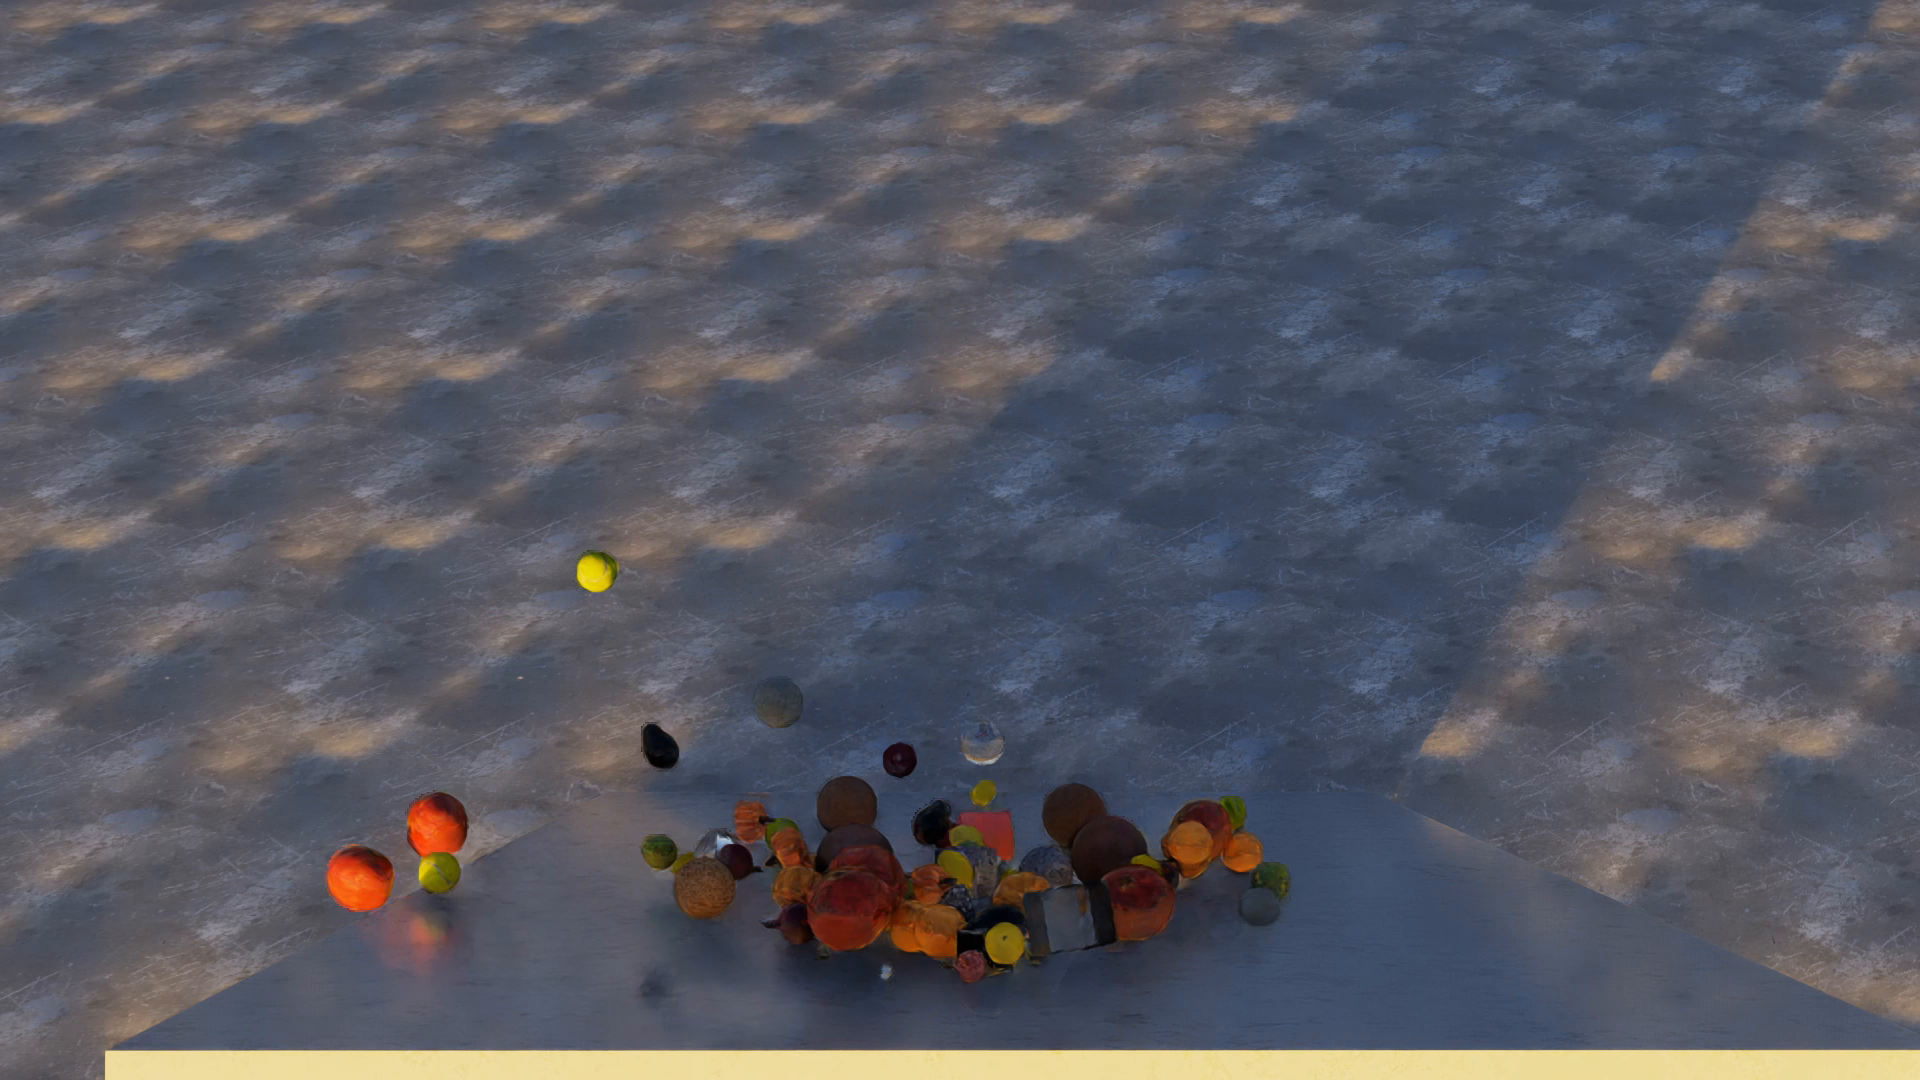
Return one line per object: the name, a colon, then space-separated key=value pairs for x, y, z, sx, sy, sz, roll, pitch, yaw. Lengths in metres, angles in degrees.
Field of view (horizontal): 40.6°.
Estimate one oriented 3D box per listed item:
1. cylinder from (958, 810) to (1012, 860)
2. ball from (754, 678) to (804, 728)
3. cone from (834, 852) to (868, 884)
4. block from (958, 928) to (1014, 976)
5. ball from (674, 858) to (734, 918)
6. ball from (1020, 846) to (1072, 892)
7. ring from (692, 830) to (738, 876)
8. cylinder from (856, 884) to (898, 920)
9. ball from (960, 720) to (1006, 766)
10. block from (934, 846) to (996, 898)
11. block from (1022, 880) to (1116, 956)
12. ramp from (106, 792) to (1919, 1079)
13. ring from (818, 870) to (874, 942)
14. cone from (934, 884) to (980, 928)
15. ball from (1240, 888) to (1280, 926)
cylinder: x=0.047 y=0.558 z=4.878 sx=0.093 sy=0.093 sz=0.093 roll=-4 pitch=34 yaw=-7
ball: x=-0.328 y=0.296 z=4.699 sx=0.091 sy=0.091 sz=0.091 roll=0 pitch=34 yaw=0
cone: x=-0.194 y=0.560 z=4.346 sx=0.060 sy=0.060 sz=0.060 roll=11 pitch=60 yaw=-20
block: x=0.034 y=0.542 z=3.419 sx=0.053 sy=0.053 sz=0.053 roll=1 pitch=-2 yaw=-40
ball: x=-0.395 y=0.537 z=4.010 sx=0.094 sy=0.094 sz=0.094 roll=0 pitch=34 yaw=0
ball: x=0.141 y=0.547 z=4.263 sx=0.088 sy=0.088 sz=0.088 roll=0 pitch=34 yaw=0
ring: x=-0.411 y=0.538 z=4.340 sx=0.036 sy=0.108 sz=0.108 roll=19 pitch=21 yaw=-36
cylinder: x=-0.130 y=0.543 z=3.892 sx=0.055 sy=0.055 sz=0.055 roll=-2 pitch=32 yaw=19
ball: x=0.038 y=0.339 z=4.338 sx=0.076 sy=0.076 sz=0.076 roll=0 pitch=34 yaw=0
block: x=0.009 y=0.554 z=4.330 sx=0.078 sy=0.078 sz=0.078 roll=-1 pitch=-2 yaw=24
block: x=0.140 y=0.481 z=3.305 sx=0.079 sy=0.079 sz=0.079 roll=-13 pitch=-7 yaw=32
ramp: x=0.076 y=0.656 z=4.805 sx=2.000 sy=0.100 sz=4.000 roll=0 pitch=-2 yaw=0
ring: x=-0.164 y=0.527 z=3.736 sx=0.039 sy=0.116 sz=0.116 roll=-31 pitch=35 yaw=8
cone: x=0.007 y=0.522 z=3.614 sx=0.061 sy=0.061 sz=0.061 roll=-29 pitch=55 yaw=-35
ball: x=0.450 y=0.552 z=3.902 sx=0.059 sy=0.059 sz=0.059 roll=0 pitch=34 yaw=0
